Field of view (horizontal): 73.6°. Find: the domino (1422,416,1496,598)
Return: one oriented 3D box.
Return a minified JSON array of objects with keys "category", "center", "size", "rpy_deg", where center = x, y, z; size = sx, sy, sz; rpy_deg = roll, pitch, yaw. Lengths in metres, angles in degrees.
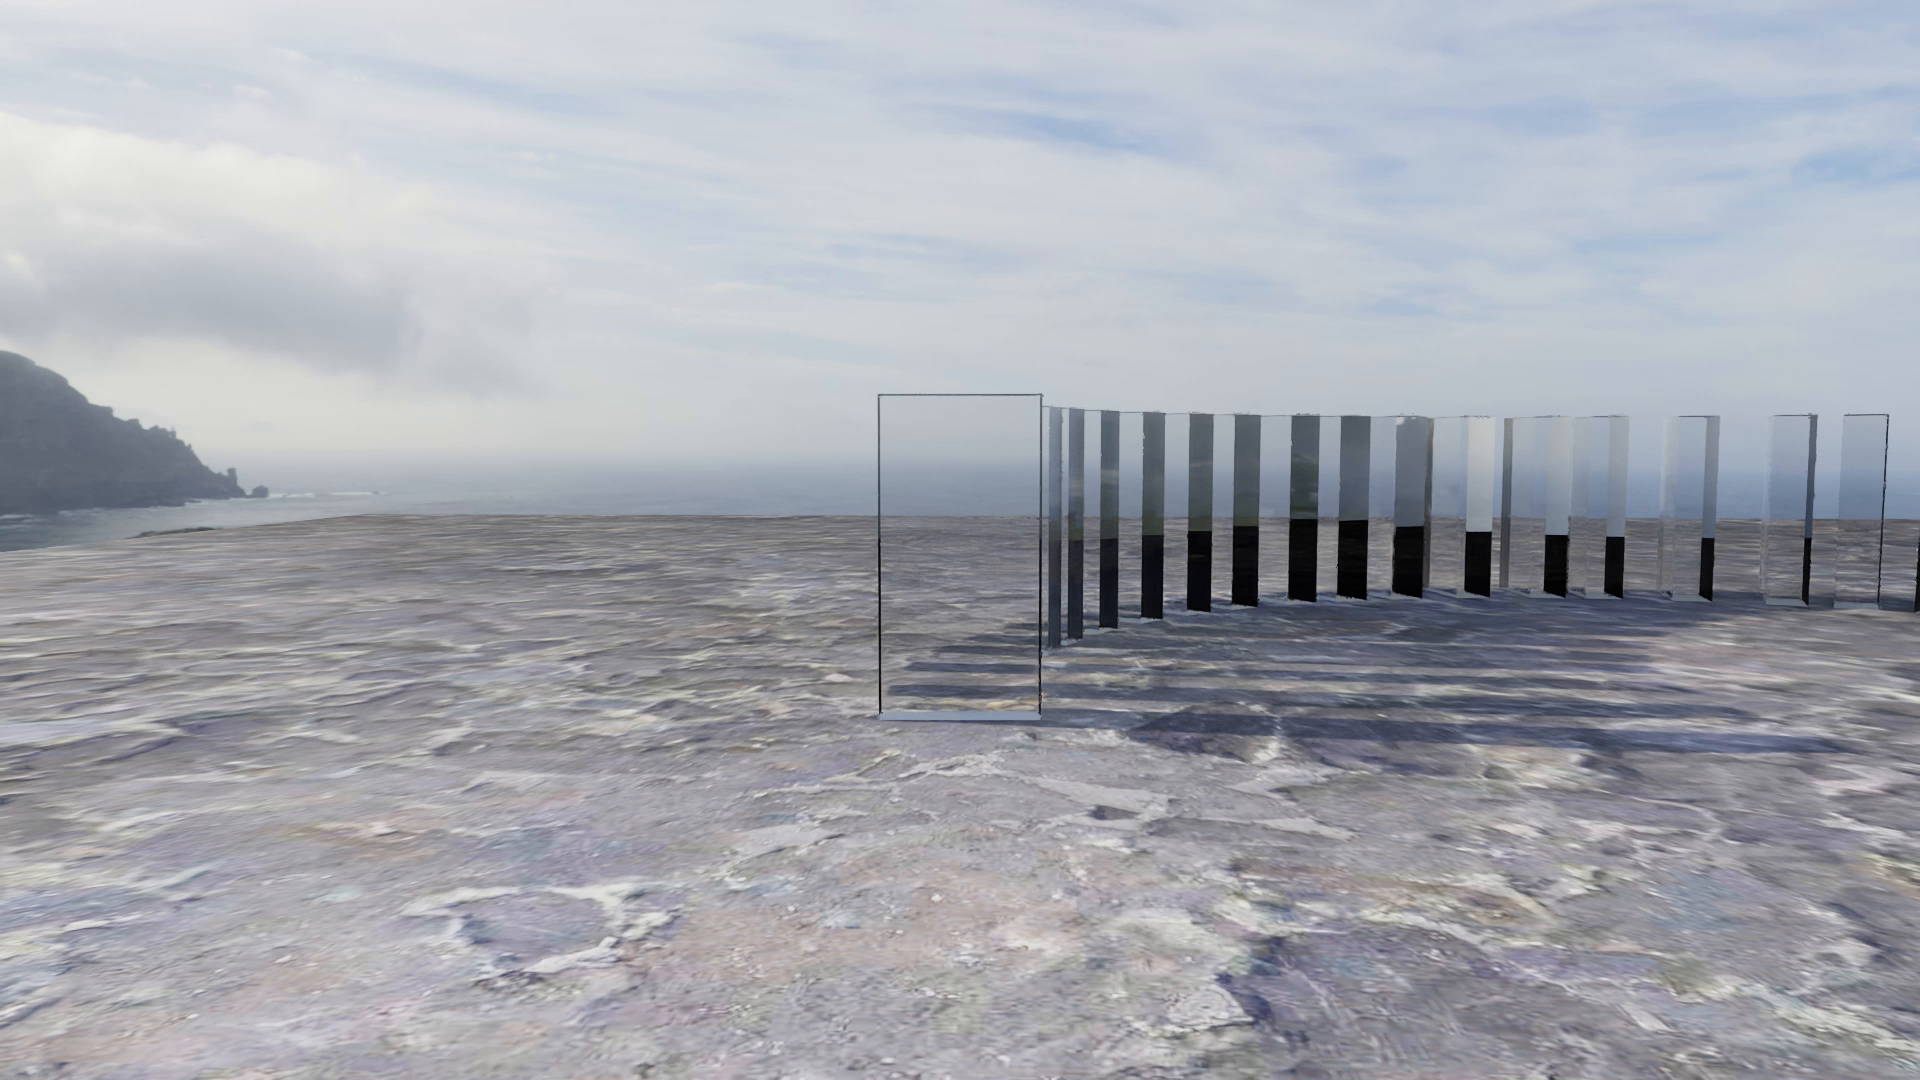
[{"category":"domino","center":[0.141,-0.010,0.365],"size":[0.009,0.050,0.025],"rpy_deg":[0,4,-4]}]

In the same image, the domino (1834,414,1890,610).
[{"category":"domino","center":[0.238,-0.008,0.339],"size":[0.010,0.050,0.025],"rpy_deg":[3,5,34]}]

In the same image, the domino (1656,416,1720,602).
[{"category":"domino","center":[0.202,-0.009,0.357],"size":[0.010,0.050,0.025],"rpy_deg":[2,5,19]}]

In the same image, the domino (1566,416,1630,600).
[{"category":"domino","center":[0.179,-0.010,0.363],"size":[0.010,0.050,0.025],"rpy_deg":[1,4,10]}]

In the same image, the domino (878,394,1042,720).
[{"category":"domino","center":[0.000,0.002,0.201],"size":[0.025,0.050,0.010],"rpy_deg":[0,4,0]}]

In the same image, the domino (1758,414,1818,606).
[{"category":"domino","center":[0.224,-0.009,0.348],"size":[0.010,0.050,0.025],"rpy_deg":[2,5,28]}]

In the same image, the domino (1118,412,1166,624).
[{"category":"domino","center":[0.037,-0.006,0.314],"size":[0.025,0.050,0.010],"rpy_deg":[4,6,41]}]

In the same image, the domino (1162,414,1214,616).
[{"category":"domino","center":[0.052,-0.007,0.329],"size":[0.010,0.050,0.025],"rpy_deg":[-4,6,-41]}]

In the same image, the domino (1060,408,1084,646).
[{"category":"domino","center":[0.013,-0.003,0.279],"size":[0.025,0.050,0.010],"rpy_deg":[2,5,25]}]

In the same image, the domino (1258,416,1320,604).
[{"category":"domino","center":[0.086,-0.009,0.351],"size":[0.009,0.050,0.025],"rpy_deg":[-2,5,-25]}]

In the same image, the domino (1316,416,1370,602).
[{"category":"domino","center":[0.102,-0.009,0.358],"size":[0.010,0.050,0.025],"rpy_deg":[-1,5,-19]}]

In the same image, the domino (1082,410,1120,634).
[{"category":"domino","center":[0.023,-0.005,0.296],"size":[0.025,0.050,0.009],"rpy_deg":[3,5,33]}]

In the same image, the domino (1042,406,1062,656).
[{"category":"domino","center":[0.008,-0.002,0.265],"size":[0.025,0.050,0.010],"rpy_deg":[2,5,20]}]

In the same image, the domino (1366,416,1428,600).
[{"category":"domino","center":[0.120,-0.010,0.363],"size":[0.010,0.050,0.025],"rpy_deg":[-1,4,-12]}]

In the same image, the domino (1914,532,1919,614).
[{"category":"domino","center":[0.253,-0.007,0.327],"size":[0.010,0.050,0.025],"rpy_deg":[4,6,45]}]

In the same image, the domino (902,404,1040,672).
[{"category":"domino","center":[0.002,-0.001,0.245],"size":[0.025,0.050,0.009],"rpy_deg":[1,4,10]}]

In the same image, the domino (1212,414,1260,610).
[{"category":"domino","center":[0.067,-0.008,0.340],"size":[0.009,0.050,0.025],"rpy_deg":[-3,5,-34]}]

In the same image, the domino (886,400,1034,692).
[{"category":"domino","center":[0.000,0.001,0.223],"size":[0.025,0.050,0.010],"rpy_deg":[0,4,2]}]

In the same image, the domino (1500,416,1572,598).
[{"category":"domino","center":[0.163,-0.010,0.365],"size":[0.010,0.050,0.025],"rpy_deg":[0,4,4]}]
